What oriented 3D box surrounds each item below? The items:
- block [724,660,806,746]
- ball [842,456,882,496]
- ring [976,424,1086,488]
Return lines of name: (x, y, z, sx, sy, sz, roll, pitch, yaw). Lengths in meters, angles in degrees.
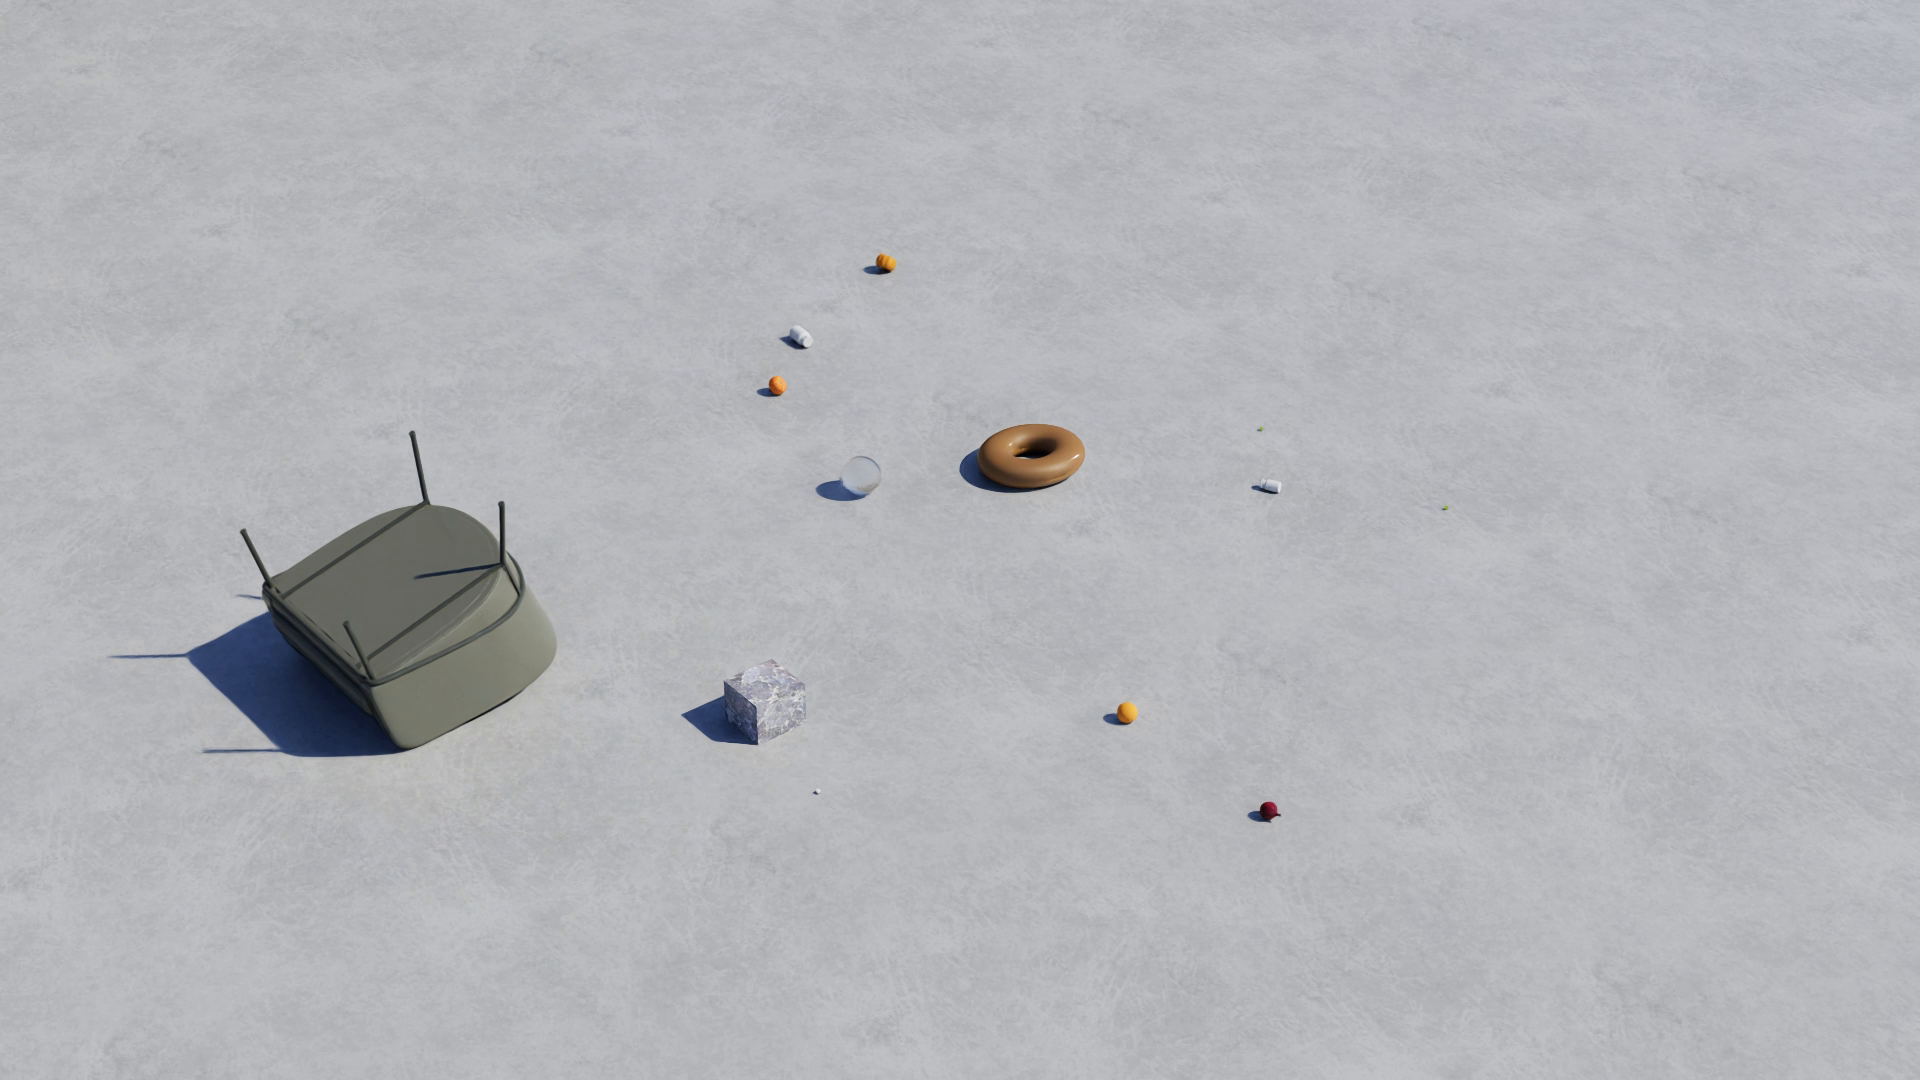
block: (-0.662, 0.550, 9.963, 0.200, 0.162, 0.193, -24, 40, -31)
ball: (-0.376, -0.246, 11.182, 0.150, 0.150, 0.150, 0, 33, 0)
ring: (0.275, -0.327, 11.347, 0.441, 0.105, 0.373, -19, 38, -27)
